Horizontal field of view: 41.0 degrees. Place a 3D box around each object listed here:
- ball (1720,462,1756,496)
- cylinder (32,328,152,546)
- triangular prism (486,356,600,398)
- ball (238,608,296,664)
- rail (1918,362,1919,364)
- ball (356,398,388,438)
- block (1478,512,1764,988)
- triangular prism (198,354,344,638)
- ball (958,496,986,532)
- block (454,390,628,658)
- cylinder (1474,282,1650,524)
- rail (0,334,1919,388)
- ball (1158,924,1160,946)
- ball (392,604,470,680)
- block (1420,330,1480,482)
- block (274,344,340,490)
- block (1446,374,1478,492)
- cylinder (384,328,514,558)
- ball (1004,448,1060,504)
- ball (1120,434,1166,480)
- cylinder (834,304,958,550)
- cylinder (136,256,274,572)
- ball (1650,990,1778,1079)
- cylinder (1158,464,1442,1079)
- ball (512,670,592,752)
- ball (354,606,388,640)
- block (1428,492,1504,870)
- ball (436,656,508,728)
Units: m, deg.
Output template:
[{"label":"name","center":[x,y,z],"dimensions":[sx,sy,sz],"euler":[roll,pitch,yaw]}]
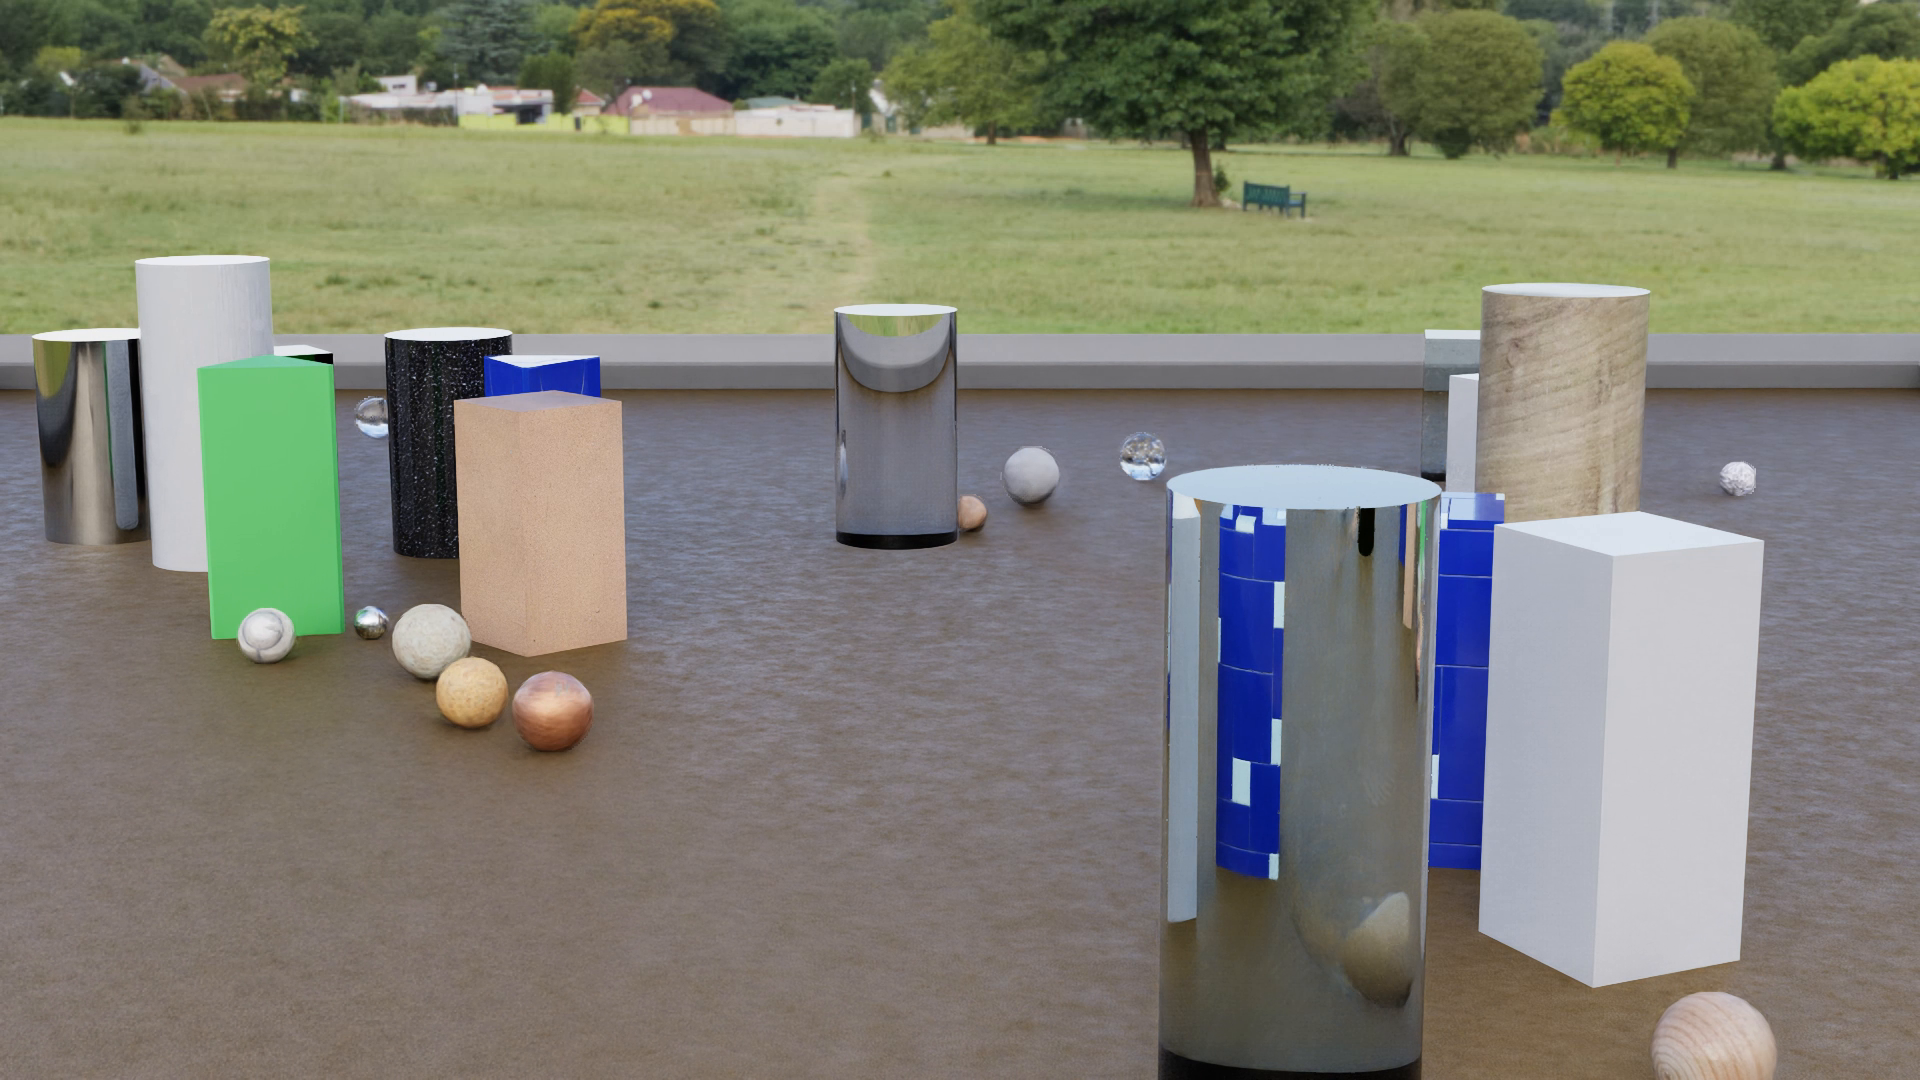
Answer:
[{"label":"ball","center":[1.321,-0.104,4.359],"dimensions":[0.058,0.058,0.058],"euler":[0,11,0]},{"label":"cylinder","center":[-1.328,-0.163,3.977],"dimensions":[0.188,0.312,0.188],"euler":[0,11,0]},{"label":"triangular prism","center":[-0.620,-0.105,3.676],"dimensions":[0.141,0.310,0.163],"euler":[6,12,30]},{"label":"ball","center":[-0.849,0.117,3.144],"dimensions":[0.068,0.068,0.068],"euler":[0,11,0]},{"label":"rail","center":[2.182,0.029,3.462],"dimensions":[0.045,0.122,4.732],"euler":[0,11,0]},{"label":"ball","center":[-1.143,-0.239,5.025],"dimensions":[0.078,0.078,0.078],"euler":[0,11,0]},{"label":"block","center":[0.540,0.166,2.110],"dimensions":[0.150,0.350,0.150],"euler":[-5,12,-25]},{"label":"triangular prism","center":[-0.891,-0.060,3.333],"dimensions":[0.163,0.347,0.141],"euler":[-2,11,-12]},{"label":"ball","center":[0.014,-0.042,4.027],"dimensions":[0.056,0.056,0.056],"euler":[0,11,0]},{"label":"block","center":[-0.531,-0.025,3.254],"dimensions":[0.150,0.306,0.150],"euler":[-9,14,-41]},{"label":"cylinder","center":[0.692,-0.056,2.976],"dimensions":[0.188,0.469,0.188],"euler":[0,11,0]},{"label":"rail","center":[-0.013,-0.398,5.752],"dimensions":[4.411,0.122,0.045],"euler":[0,11,0]},{"label":"ball","center":[0.202,0.313,2.032],"dimensions":[0.090,0.090,0.090],"euler":[0,11,0]},{"label":"ball","center":[-0.630,0.121,3.059],"dimensions":[0.091,0.091,0.091],"euler":[0,11,0]},{"label":"block","center":[0.897,-0.238,4.547],"dimensions":[0.150,0.252,0.150],"euler":[2,11,9]},{"label":"block","center":[-1.175,-0.208,4.426],"dimensions":[0.150,0.236,0.150],"euler":[-7,12,-31]},{"label":"block","center":[0.848,-0.120,3.902],"dimensions":[0.150,0.255,0.150],"euler":[-5,12,-27]},{"label":"cylinder","center":[-0.765,-0.149,3.868],"dimensions":[0.188,0.325,0.188],"euler":[0,11,0]},{"label":"ball","center":[0.119,-0.107,4.274],"dimensions":[0.094,0.094,0.094],"euler":[0,11,0]},{"label":"ball","center":[0.322,-0.145,4.511],"dimensions":[0.082,0.082,0.082],"euler":[0,11,0]},{"label":"cylinder","center":[-0.098,-0.176,3.936],"dimensions":[0.188,0.354,0.188],"euler":[0,11,0]},{"label":"cylinder","center":[-1.098,-0.189,3.762],"dimensions":[0.188,0.442,0.188],"euler":[0,11,0]},{"label":"ball","center":[0.528,0.359,1.797],"dimensions":[0.086,0.086,0.086],"euler":[0,11,0]},{"label":"cylinder","center":[0.236,0.178,1.807],"dimensions":[0.188,0.438,0.188],"euler":[0,11,0]},{"label":"ball","center":[-0.436,0.183,2.743],"dimensions":[0.086,0.086,0.086],"euler":[0,11,0]},{"label":"ball","center":[-0.751,0.106,3.272],"dimensions":[0.043,0.043,0.043],"euler":[0,11,0]},{"label":"block","center":[0.426,0.126,2.398],"dimensions":[0.150,0.324,0.150],"euler":[2,11,12]},{"label":"ball","center":[-0.539,0.169,2.836],"dimensions":[0.079,0.079,0.079],"euler":[0,11,0]}]
